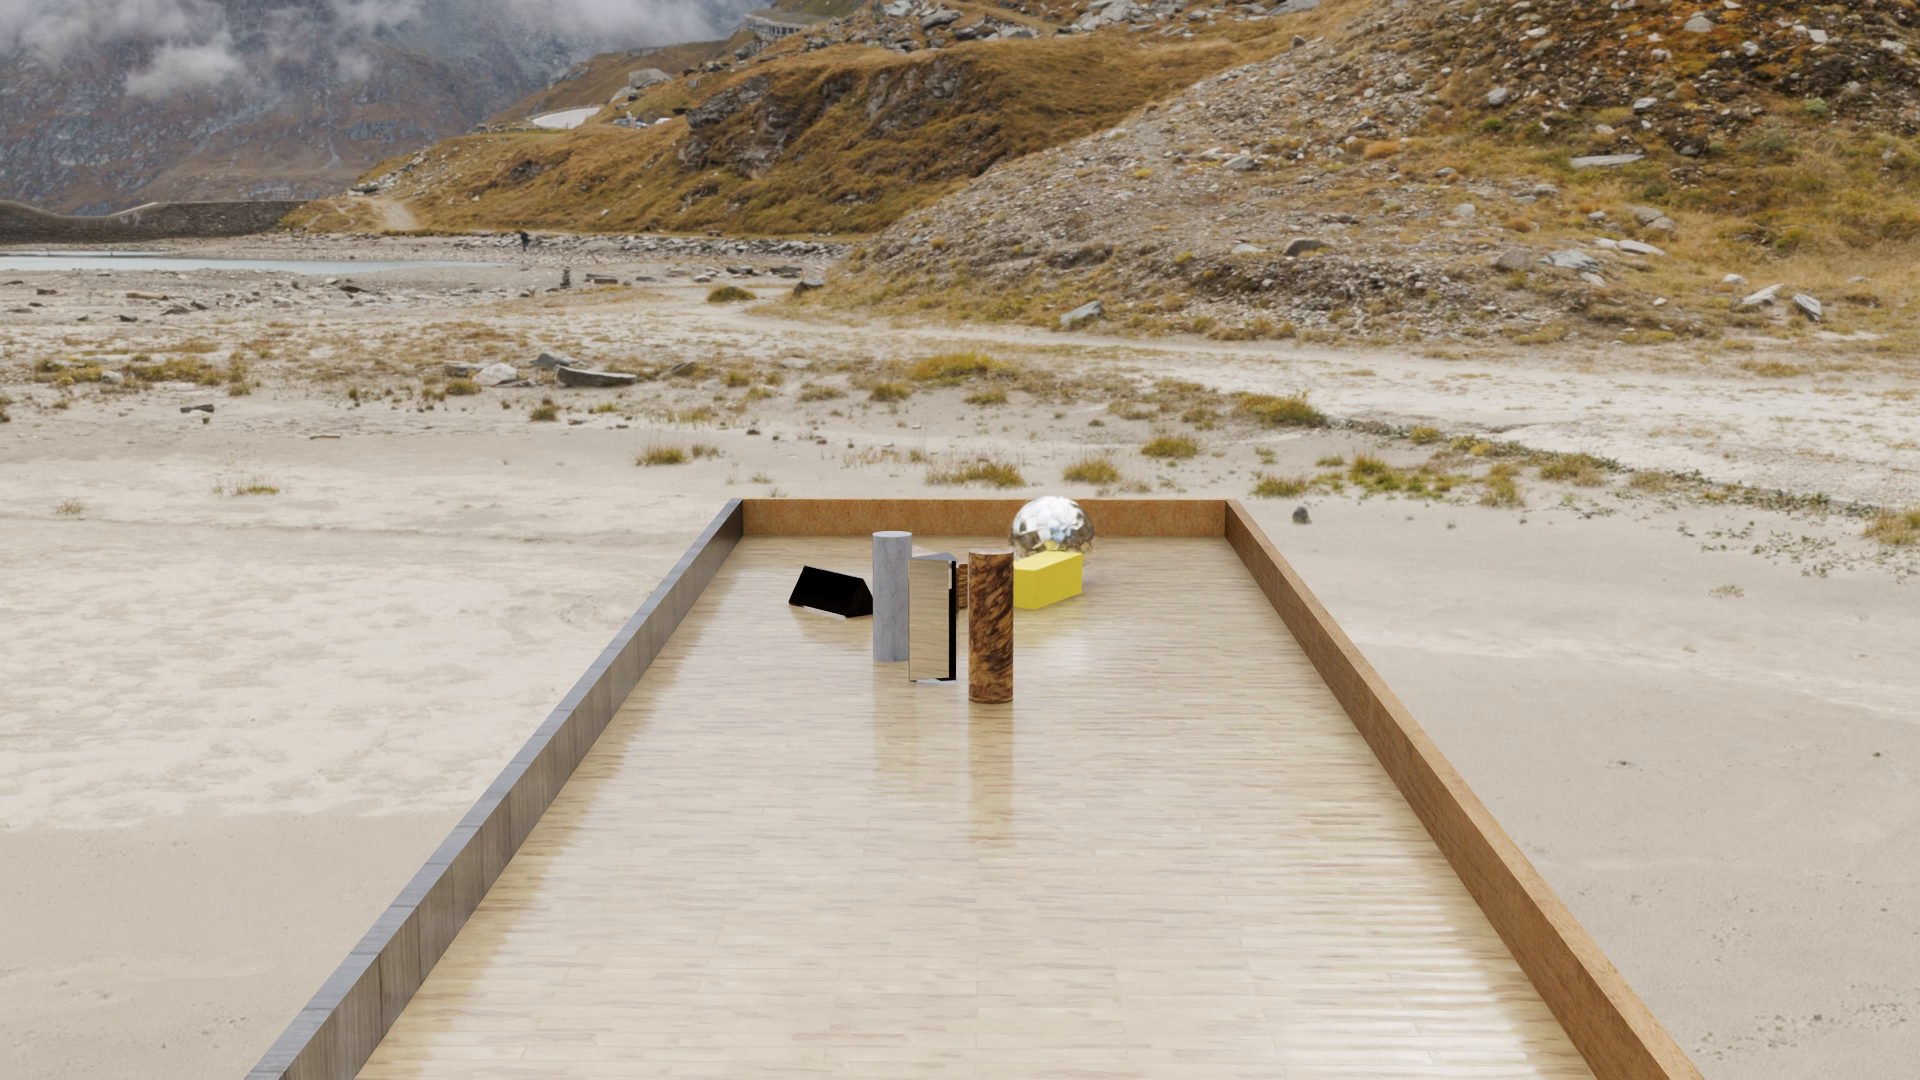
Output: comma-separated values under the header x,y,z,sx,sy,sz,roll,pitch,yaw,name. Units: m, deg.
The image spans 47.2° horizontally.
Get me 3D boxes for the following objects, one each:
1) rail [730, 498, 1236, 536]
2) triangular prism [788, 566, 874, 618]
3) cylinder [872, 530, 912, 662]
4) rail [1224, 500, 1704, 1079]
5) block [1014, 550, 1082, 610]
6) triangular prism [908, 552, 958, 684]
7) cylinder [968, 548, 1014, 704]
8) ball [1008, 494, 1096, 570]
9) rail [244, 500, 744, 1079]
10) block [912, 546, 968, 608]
x,y,z,sx,sy,sz,roll,pitch,yaw,name
0.099,-0.098,9.147,2.100,0.150,0.050,0,9,1,rail
-0.433,0.169,7.517,0.145,0.125,0.330,-7,11,-39,triangular prism
-0.206,0.171,6.701,0.120,0.384,0.120,0,9,0,cylinder
1.046,0.843,3.208,0.050,0.150,12.000,0,9,1,rail
0.283,0.140,7.683,0.139,0.139,0.401,5,10,27,block
-0.057,0.226,6.422,0.151,0.363,0.131,3,10,19,triangular prism
0.087,0.239,6.151,0.127,0.423,0.127,0,9,0,cylinder
0.337,-0.006,8.030,0.318,0.318,0.318,0,9,0,ball
-1.004,0.839,3.234,0.050,0.150,12.000,0,9,1,rail
-0.137,0.131,7.691,0.154,0.154,0.440,-4,10,-25,block
